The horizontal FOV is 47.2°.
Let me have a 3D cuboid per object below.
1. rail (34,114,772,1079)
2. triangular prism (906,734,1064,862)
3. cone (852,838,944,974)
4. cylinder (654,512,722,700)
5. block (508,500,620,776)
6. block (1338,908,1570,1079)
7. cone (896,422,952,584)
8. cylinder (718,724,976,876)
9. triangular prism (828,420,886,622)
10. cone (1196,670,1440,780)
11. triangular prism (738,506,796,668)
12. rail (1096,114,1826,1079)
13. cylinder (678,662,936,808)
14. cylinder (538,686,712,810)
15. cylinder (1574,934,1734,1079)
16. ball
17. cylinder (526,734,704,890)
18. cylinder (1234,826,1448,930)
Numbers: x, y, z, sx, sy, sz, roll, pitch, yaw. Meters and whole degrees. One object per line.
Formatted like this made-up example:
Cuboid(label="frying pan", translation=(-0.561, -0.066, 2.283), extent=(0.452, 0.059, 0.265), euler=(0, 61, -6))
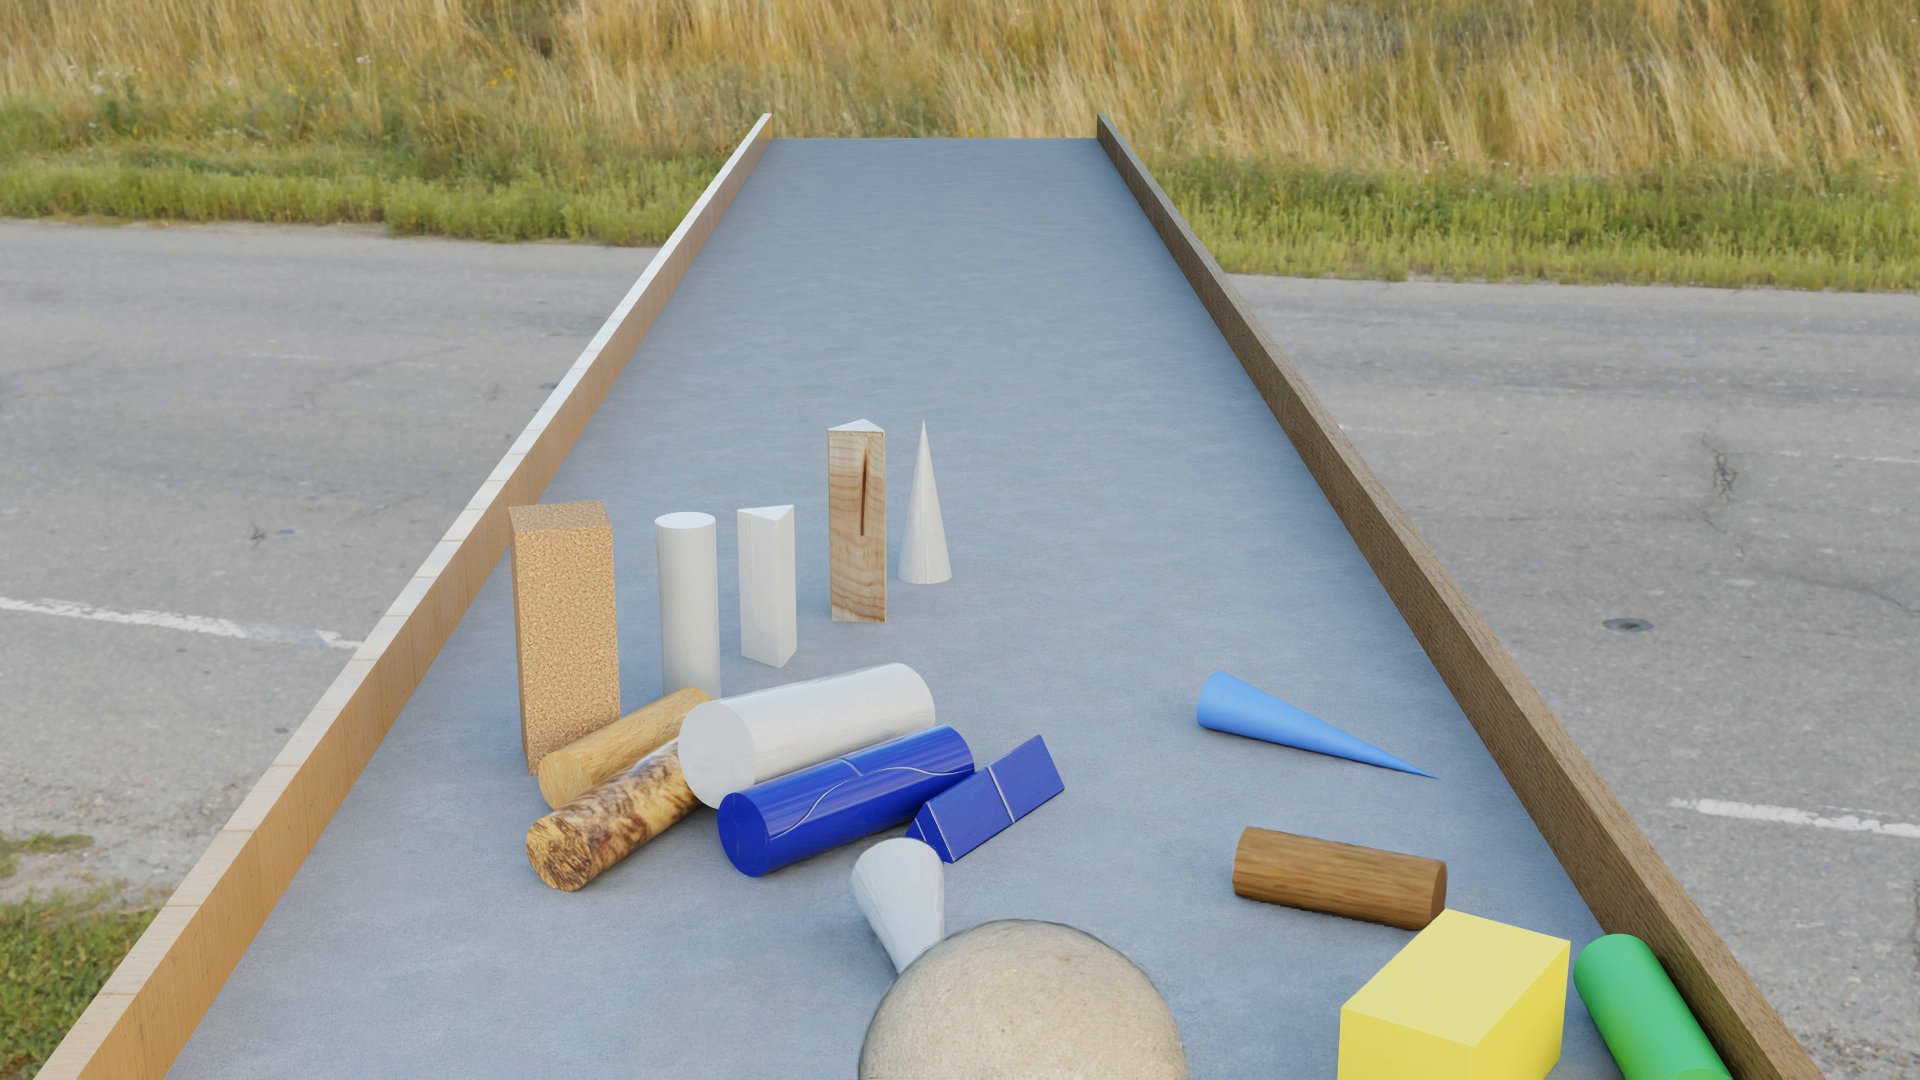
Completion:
Cuboid(label="rail", translation=(-1.118, -0.838, 7.780), extent=(0.050, 0.150, 12.000), euler=(0, 17, -1))
Cuboid(label="triangular prism", translation=(0.041, 0.419, 3.649), extent=(0.104, 0.090, 0.352), euler=(11, 20, 31))
Cuboid(label="cone", translation=(-0.056, 0.595, 3.106), extent=(0.139, 0.139, 0.416), euler=(-3, 26, -10))
Cuboid(label="cylinder", translation=(-0.510, 0.136, 4.134), extent=(0.112, 0.361, 0.112), euler=(0, 17, 0))
Cuboid(label="block", translation=(-0.695, 0.171, 3.872), extent=(0.163, 0.444, 0.163), euler=(-4, 17, -15))
Cuboid(label="block", translation=(0.632, 0.630, 2.806), extent=(0.171, 0.171, 0.330), euler=(11, 20, 33))
Cuboid(label="cone", translation=(-0.080, -0.095, 4.906), extent=(0.125, 0.364, 0.125), euler=(0, 17, 0))
Cuboid(label="cylinder", translation=(-0.180, 0.419, 3.579), extent=(0.431, 0.137, 0.137), euler=(-15, 22, -41))
Cuboid(label="triangular prism", translation=(-0.209, -0.042, 4.640), extent=(0.118, 0.414, 0.102), euler=(2, 17, 6))
Cuboid(label="cone", translation=(0.651, 0.354, 3.938), extent=(0.456, 0.110, 0.110), euler=(18, 24, 30))
Cuboid(label="triangular prism", translation=(-0.367, 0.087, 4.400), extent=(0.113, 0.305, 0.098), euler=(14, 22, 40))
Cuboid(label="rail", translation=(0.932, -0.844, 7.801), extent=(0.050, 0.150, 12.000), euler=(0, 17, -1))
Cuboid(label="cylinder", translation=(-0.252, 0.326, 3.721), extent=(0.177, 0.177, 0.454), euler=(13, 13, 37))
Cuboid(label="cylinder", translation=(-0.565, 0.363, 3.799), extent=(0.118, 0.118, 0.355), euler=(9, 19, 29))
Cuboid(label="cylinder", translation=(0.900, 0.645, 2.855), extent=(0.116, 0.116, 0.358), euler=(0, 17, 0))
Cuboid(label="ball", translation=(0.071, 0.619, 2.486), extent=(0.377, 0.377, 0.377), euler=(0, 17, 0))
Cuboid(label="cylinder", translation=(-0.526, 0.429, 3.570), extent=(0.123, 0.123, 0.427), euler=(8, 18, 24))
Cuboid(label="cylinder", translation=(0.573, 0.511, 3.320), extent=(0.301, 0.108, 0.108), euler=(8, 18, 24))
